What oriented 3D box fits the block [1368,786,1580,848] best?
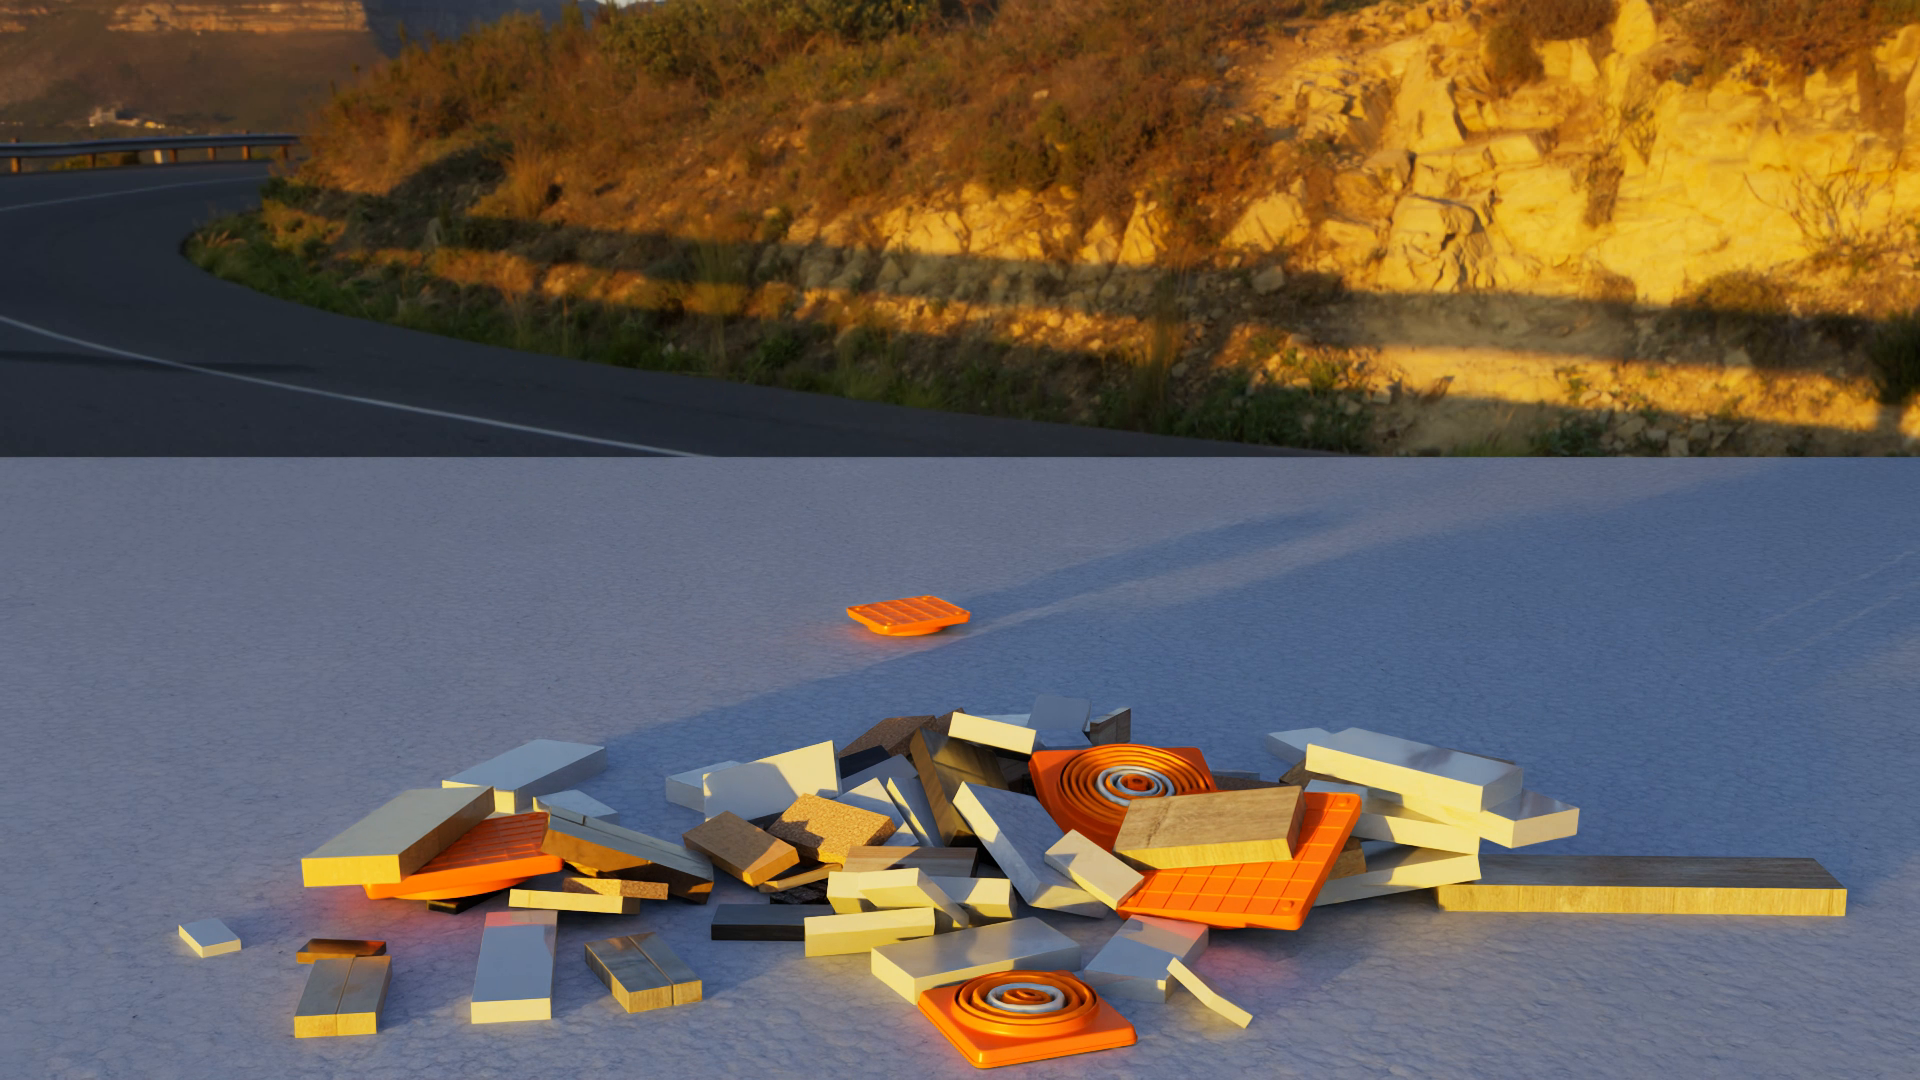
[{"bbox_3d":[0.844,0.430,3.634,0.157,0.044,0.314,-4,13,-35],"label":"block"}]

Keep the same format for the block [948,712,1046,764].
[{"bbox_3d":[0.072,0.374,4.095,0.152,0.043,0.304,12,-9,8],"label":"block"}]

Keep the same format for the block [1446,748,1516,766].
[{"bbox_3d":[0.888,0.474,4.182,0.146,0.041,0.428,9,14,40],"label":"block"}]

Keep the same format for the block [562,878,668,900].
[{"bbox_3d":[-0.558,0.563,3.554,0.089,0.025,0.177,12,-13,-39],"label":"block"}]

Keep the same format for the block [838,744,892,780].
[{"bbox_3d":[-0.195,0.461,4.069,0.123,0.035,0.247,49,33,21],"label":"block"}]

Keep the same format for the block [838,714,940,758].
[{"bbox_3d":[-0.169,0.417,4.297,0.123,0.035,0.285,-7,15,35],"label":"block"}]

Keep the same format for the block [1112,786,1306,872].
[{"bbox_3d":[0.405,0.469,3.570,0.292,0.041,0.146,-8,26,23],"label":"block"}]

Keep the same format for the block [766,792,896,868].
[{"bbox_3d":[-0.224,0.501,3.778,0.215,0.030,0.108,9,42,43],"label":"block"}]

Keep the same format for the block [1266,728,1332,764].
[{"bbox_3d":[0.734,0.431,4.429,0.124,0.035,0.248,-4,11,-23],"label":"block"}]

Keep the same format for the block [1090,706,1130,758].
[{"bbox_3d":[0.310,0.395,4.524,0.020,0.072,0.143,6,12,31],"label":"block"}]

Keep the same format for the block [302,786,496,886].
[{"bbox_3d":[-0.939,0.496,3.717,0.160,0.045,0.464,-3,7,7],"label":"block"}]

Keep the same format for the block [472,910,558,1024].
[{"bbox_3d":[-0.669,0.639,3.320,0.110,0.031,0.371,-2,11,-8],"label":"block"}]

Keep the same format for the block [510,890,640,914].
[{"bbox_3d":[-0.620,0.583,3.544,0.187,0.027,0.094,2,-11,10],"label":"block"}]

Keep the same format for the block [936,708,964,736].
[{"bbox_3d":[-0.040,0.407,4.409,0.112,0.032,0.223,-24,13,6],"label":"block"}]

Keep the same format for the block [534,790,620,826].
[{"bbox_3d":[-0.711,0.502,4.073,0.089,0.025,0.177,-7,13,-35],"label":"block"}]

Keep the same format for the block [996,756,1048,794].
[{"bbox_3d":[0.003,0.467,4.013,0.114,0.032,0.406,7,13,34],"label":"block"}]

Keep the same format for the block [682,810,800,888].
[{"bbox_3d":[-0.376,0.526,3.755,0.094,0.027,0.232,-27,25,-29],"label":"block"}]

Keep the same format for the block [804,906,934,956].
[{"bbox_3d":[-0.139,0.600,3.362,0.195,0.028,0.098,-4,-30,-6],"label":"block"}]

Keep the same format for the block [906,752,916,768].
[{"bbox_3d":[-0.109,0.429,4.335,0.075,0.021,0.150,-32,14,-25],"label":"block"}]

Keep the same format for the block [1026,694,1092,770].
[{"bbox_3d":[0.193,0.389,4.470,0.112,0.032,0.223,8,28,10],"label":"block"}]

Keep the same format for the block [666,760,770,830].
[{"bbox_3d":[-0.389,0.482,4.125,0.320,0.045,0.160,10,15,43],"label":"block"}]

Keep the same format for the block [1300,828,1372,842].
[{"bbox_3d":[0.655,0.526,3.785,0.194,0.028,0.097,1,11,7],"label":"block"}]

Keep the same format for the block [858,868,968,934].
[{"bbox_3d":[-0.070,0.556,3.368,0.098,0.028,0.195,-8,-33,22],"label":"block"}]

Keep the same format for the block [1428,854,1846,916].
[{"bbox_3d":[1.111,0.571,3.651,0.654,0.044,0.157,0,11,2],"label":"block"}]

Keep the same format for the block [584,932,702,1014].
[{"bbox_3d":[-0.475,0.645,3.289,0.110,0.031,0.221,-5,12,-26],"label":"block"}]

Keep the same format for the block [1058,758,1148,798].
[{"bbox_3d":[0.270,0.477,4.161,0.149,0.042,0.299,0,11,-1],"label":"block"}]

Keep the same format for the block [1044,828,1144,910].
[{"bbox_3d":[0.215,0.527,3.527,0.146,0.021,0.073,32,46,27],"label":"block"}]

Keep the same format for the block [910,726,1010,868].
[{"bbox_3d":[0.019,0.451,3.824,0.152,0.043,0.381,21,16,-18],"label":"block"}]

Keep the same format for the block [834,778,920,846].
[{"bbox_3d":[-0.154,0.502,3.796,0.114,0.032,0.229,-26,30,-9],"label":"block"}]

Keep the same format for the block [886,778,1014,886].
[{"bbox_3d":[-0.021,0.505,3.757,0.108,0.030,0.325,6,23,-26],"label":"block"}]

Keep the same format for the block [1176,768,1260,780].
[{"bbox_3d":[0.498,0.455,4.244,0.146,0.021,0.073,5,-3,-29],"label":"block"}]

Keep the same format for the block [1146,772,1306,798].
[{"bbox_3d":[0.593,0.474,3.960,0.538,0.035,0.124,2,9,40],"label":"block"}]
